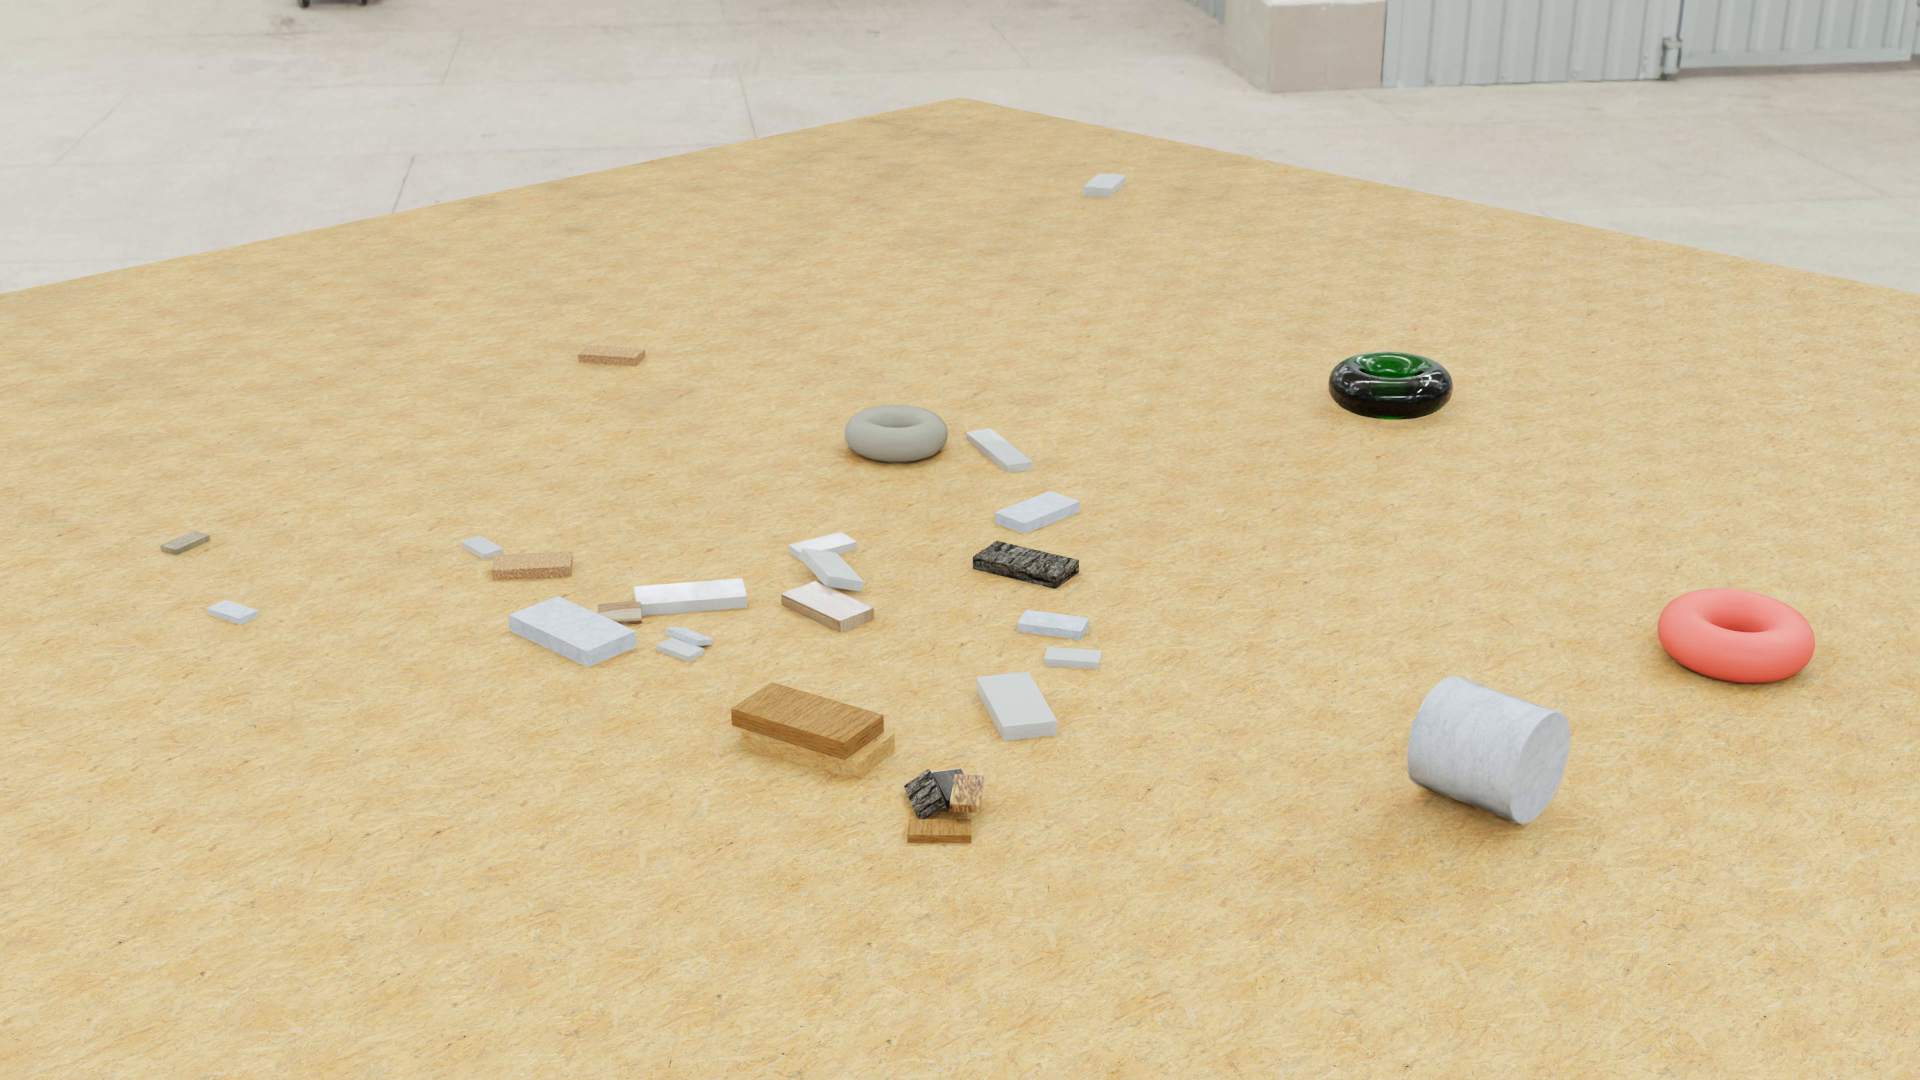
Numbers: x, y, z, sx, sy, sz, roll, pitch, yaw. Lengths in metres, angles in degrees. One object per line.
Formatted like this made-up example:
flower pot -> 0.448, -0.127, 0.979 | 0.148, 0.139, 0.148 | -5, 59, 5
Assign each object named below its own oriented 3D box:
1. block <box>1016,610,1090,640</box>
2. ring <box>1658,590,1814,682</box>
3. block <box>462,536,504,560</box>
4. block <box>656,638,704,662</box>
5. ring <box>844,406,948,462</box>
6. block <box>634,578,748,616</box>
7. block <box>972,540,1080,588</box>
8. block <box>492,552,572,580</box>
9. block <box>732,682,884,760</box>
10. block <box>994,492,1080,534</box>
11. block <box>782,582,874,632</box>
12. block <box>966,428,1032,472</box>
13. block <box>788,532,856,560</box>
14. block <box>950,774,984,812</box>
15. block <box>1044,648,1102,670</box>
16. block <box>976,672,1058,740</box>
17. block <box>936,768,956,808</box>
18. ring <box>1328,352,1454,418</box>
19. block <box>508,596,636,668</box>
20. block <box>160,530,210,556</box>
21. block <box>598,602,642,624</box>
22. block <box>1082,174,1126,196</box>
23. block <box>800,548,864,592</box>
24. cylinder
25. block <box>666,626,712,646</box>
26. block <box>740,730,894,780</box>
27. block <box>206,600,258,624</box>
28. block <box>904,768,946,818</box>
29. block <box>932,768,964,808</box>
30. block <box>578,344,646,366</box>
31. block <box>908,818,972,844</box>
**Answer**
block -> 0.223, 0.202, 5.255 | 0.158, 0.022, 0.079 | 7, 24, 16
ring -> 1.798, 0.220, 5.097 | 0.348, 0.116, 0.348 | 0, 24, 0
block -> -1.237, 0.020, 5.693 | 0.057, 0.016, 0.114 | -19, 30, -38
block -> -0.654, 0.256, 5.138 | 0.103, 0.015, 0.052 | 16, 28, 34
ring -> -0.185, -0.309, 6.366 | 0.300, 0.100, 0.300 | 1, 23, 0
block -> -0.661, 0.140, 5.392 | 0.267, 0.031, 0.109 | -4, 23, -10
block -> 0.167, 0.062, 5.571 | 0.241, 0.034, 0.121 | 13, 26, 28
block -> -1.083, 0.065, 5.572 | 0.195, 0.028, 0.098 | -3, 23, -7
block -> -0.326, 0.385, 4.695 | 0.293, 0.042, 0.147 | 14, 26, 29
block -> 0.208, -0.075, 5.898 | 0.109, 0.031, 0.218 | 21, 31, 40
block -> -0.322, 0.162, 5.341 | 0.109, 0.031, 0.218 | -21, 30, -40
block -> 0.112, -0.259, 6.343 | 0.079, 0.022, 0.296 | -9, 25, -21
block -> -0.355, 0.019, 5.689 | 0.157, 0.022, 0.079 | -14, 27, -30
block -> 0.015, 0.512, 4.443 | 0.061, 0.017, 0.122 | 2, 23, 4
block -> 0.261, 0.273, 5.093 | 0.126, 0.018, 0.063 | 3, 23, 8
block -> 0.124, 0.365, 4.856 | 0.121, 0.034, 0.245 | -5, 24, -12
block -> -0.022, 0.511, 4.533 | 0.061, 0.017, 0.122 | -5, 24, -12
ring -> 1.315, -0.473, 6.720 | 0.377, 0.126, 0.377 | -1, 23, 0
block -> -0.917, 0.215, 5.201 | 0.293, 0.042, 0.147 | 20, 30, 38
block -> -2.016, 0.008, 5.722 | 0.057, 0.016, 0.114 | 13, 26, 27
block -> -0.819, 0.176, 5.290 | 0.103, 0.015, 0.052 | -3, 60, -6
block -> 0.607, -1.491, 9.231 | 0.121, 0.034, 0.241 | 7, 24, 17
block -> -0.322, 0.073, 5.514 | 0.098, 0.028, 0.195 | 10, 17, -28
cylinder -> 1.070, 0.425, 4.458 | 0.236, 0.236, 0.236 | 20, 30, 38
block -> -0.639, 0.227, 5.188 | 0.103, 0.015, 0.052 | 18, 12, 36
block -> -0.303, 0.429, 4.697 | 0.293, 0.042, 0.147 | 11, 26, 25
block -> -1.763, 0.175, 5.328 | 0.114, 0.016, 0.057 | 14, 27, 29
block -> -0.071, 0.519, 4.475 | 0.063, 0.018, 0.126 | -35, 26, 2
block -> -0.012, 0.508, 4.498 | 0.061, 0.017, 0.122 | -6, 24, -13
block -> -1.130, -0.599, 7.137 | 0.195, 0.028, 0.098 | 5, 23, 11
block -> -0.041, 0.579, 4.374 | 0.126, 0.018, 0.063 | 0, 23, 0
